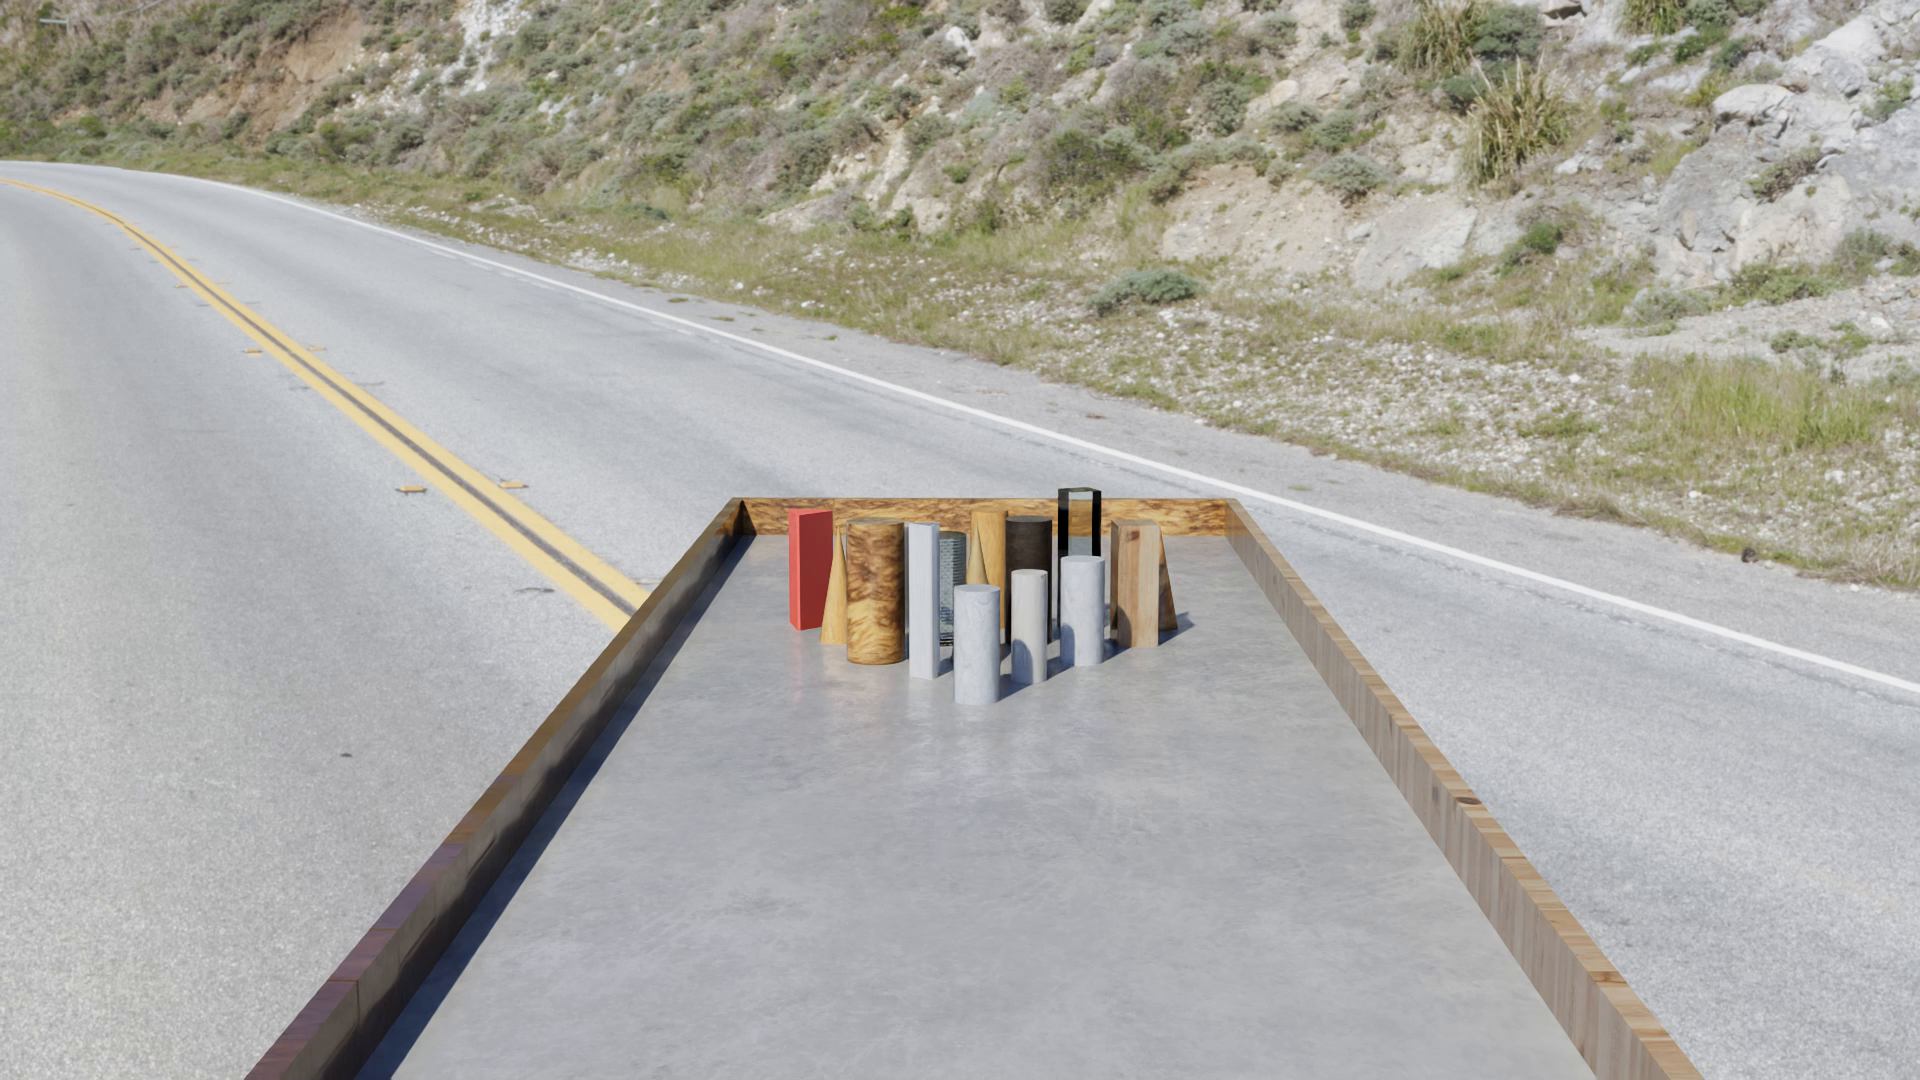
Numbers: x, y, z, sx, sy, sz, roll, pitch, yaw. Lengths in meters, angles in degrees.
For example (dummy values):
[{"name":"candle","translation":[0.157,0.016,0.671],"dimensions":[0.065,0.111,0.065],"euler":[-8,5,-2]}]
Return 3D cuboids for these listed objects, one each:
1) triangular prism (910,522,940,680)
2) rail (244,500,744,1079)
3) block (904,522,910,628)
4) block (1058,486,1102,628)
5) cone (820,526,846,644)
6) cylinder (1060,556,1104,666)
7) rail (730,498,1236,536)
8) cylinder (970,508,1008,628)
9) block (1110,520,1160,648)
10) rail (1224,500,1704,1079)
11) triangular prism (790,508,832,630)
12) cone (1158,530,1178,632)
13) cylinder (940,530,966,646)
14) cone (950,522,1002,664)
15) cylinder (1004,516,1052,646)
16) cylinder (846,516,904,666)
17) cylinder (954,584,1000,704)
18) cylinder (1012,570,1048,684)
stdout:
[{"name":"triangular prism","translation":[-0.089,0.175,6.452],"dimensions":[0.091,0.454,0.079],"euler":[9,13,44]},{"name":"rail","translation":[-1.004,0.839,3.234],"dimensions":[0.050,0.150,12.000],"euler":[0,9,1]},{"name":"block","translation":[-0.229,0.114,7.218],"dimensions":[0.157,0.335,0.157],"euler":[7,11,36]},{"name":"block","translation":[0.388,0.062,7.158],"dimensions":[0.105,0.456,0.105],"euler":[-4,10,-22]},{"name":"cone","translation":[-0.383,0.133,6.966],"dimensions":[0.130,0.377,0.130],"euler":[0,9,0]},{"name":"cylinder","translation":[0.371,0.213,6.661],"dimensions":[0.133,0.315,0.133],"euler":[0,9,0]},{"name":"rail","translation":[0.099,-0.098,9.147],"dimensions":[2.100,0.150,0.050],"euler":[0,9,1]},{"name":"cylinder","translation":[0.096,0.092,7.197],"dimensions":[0.124,0.386,0.124],"euler":[0,9,0]},{"name":"block","translation":[0.549,0.136,6.927],"dimensions":[0.129,0.384,0.129],"euler":[-1,9,-7]},{"name":"rail","translation":[1.046,0.843,3.208],"dimensions":[0.050,0.150,12.000],"euler":[0,9,1]},{"name":"triangular prism","translation":[-0.516,0.092,7.218],"dimensions":[0.150,0.379,0.130],"euler":[-9,13,-44]},{"name":"cone","translation":[0.650,0.119,7.171],"dimensions":[0.126,0.340,0.126],"euler":[0,9,0]},{"name":"cylinder","translation":[-0.061,0.152,6.956],"dimensions":[0.166,0.342,0.166],"euler":[0,9,0]},{"name":"cone","translation":[0.050,0.154,6.658],"dimensions":[0.159,0.433,0.159],"euler":[0,9,0]},{"name":"cylinder","translation":[0.215,0.128,6.940],"dimensions":[0.150,0.395,0.150],"euler":[0,9,0]},{"name":"cylinder","translation":[-0.257,0.153,6.679],"dimensions":[0.178,0.427,0.178],"euler":[0,9,0]},{"name":"cylinder","translation":[0.048,0.291,6.156],"dimensions":[0.131,0.318,0.131],"euler":[0,9,0]},{"name":"cylinder","translation":[0.202,0.251,6.411],"dimensions":[0.105,0.318,0.105],"euler":[0,9,0]}]
